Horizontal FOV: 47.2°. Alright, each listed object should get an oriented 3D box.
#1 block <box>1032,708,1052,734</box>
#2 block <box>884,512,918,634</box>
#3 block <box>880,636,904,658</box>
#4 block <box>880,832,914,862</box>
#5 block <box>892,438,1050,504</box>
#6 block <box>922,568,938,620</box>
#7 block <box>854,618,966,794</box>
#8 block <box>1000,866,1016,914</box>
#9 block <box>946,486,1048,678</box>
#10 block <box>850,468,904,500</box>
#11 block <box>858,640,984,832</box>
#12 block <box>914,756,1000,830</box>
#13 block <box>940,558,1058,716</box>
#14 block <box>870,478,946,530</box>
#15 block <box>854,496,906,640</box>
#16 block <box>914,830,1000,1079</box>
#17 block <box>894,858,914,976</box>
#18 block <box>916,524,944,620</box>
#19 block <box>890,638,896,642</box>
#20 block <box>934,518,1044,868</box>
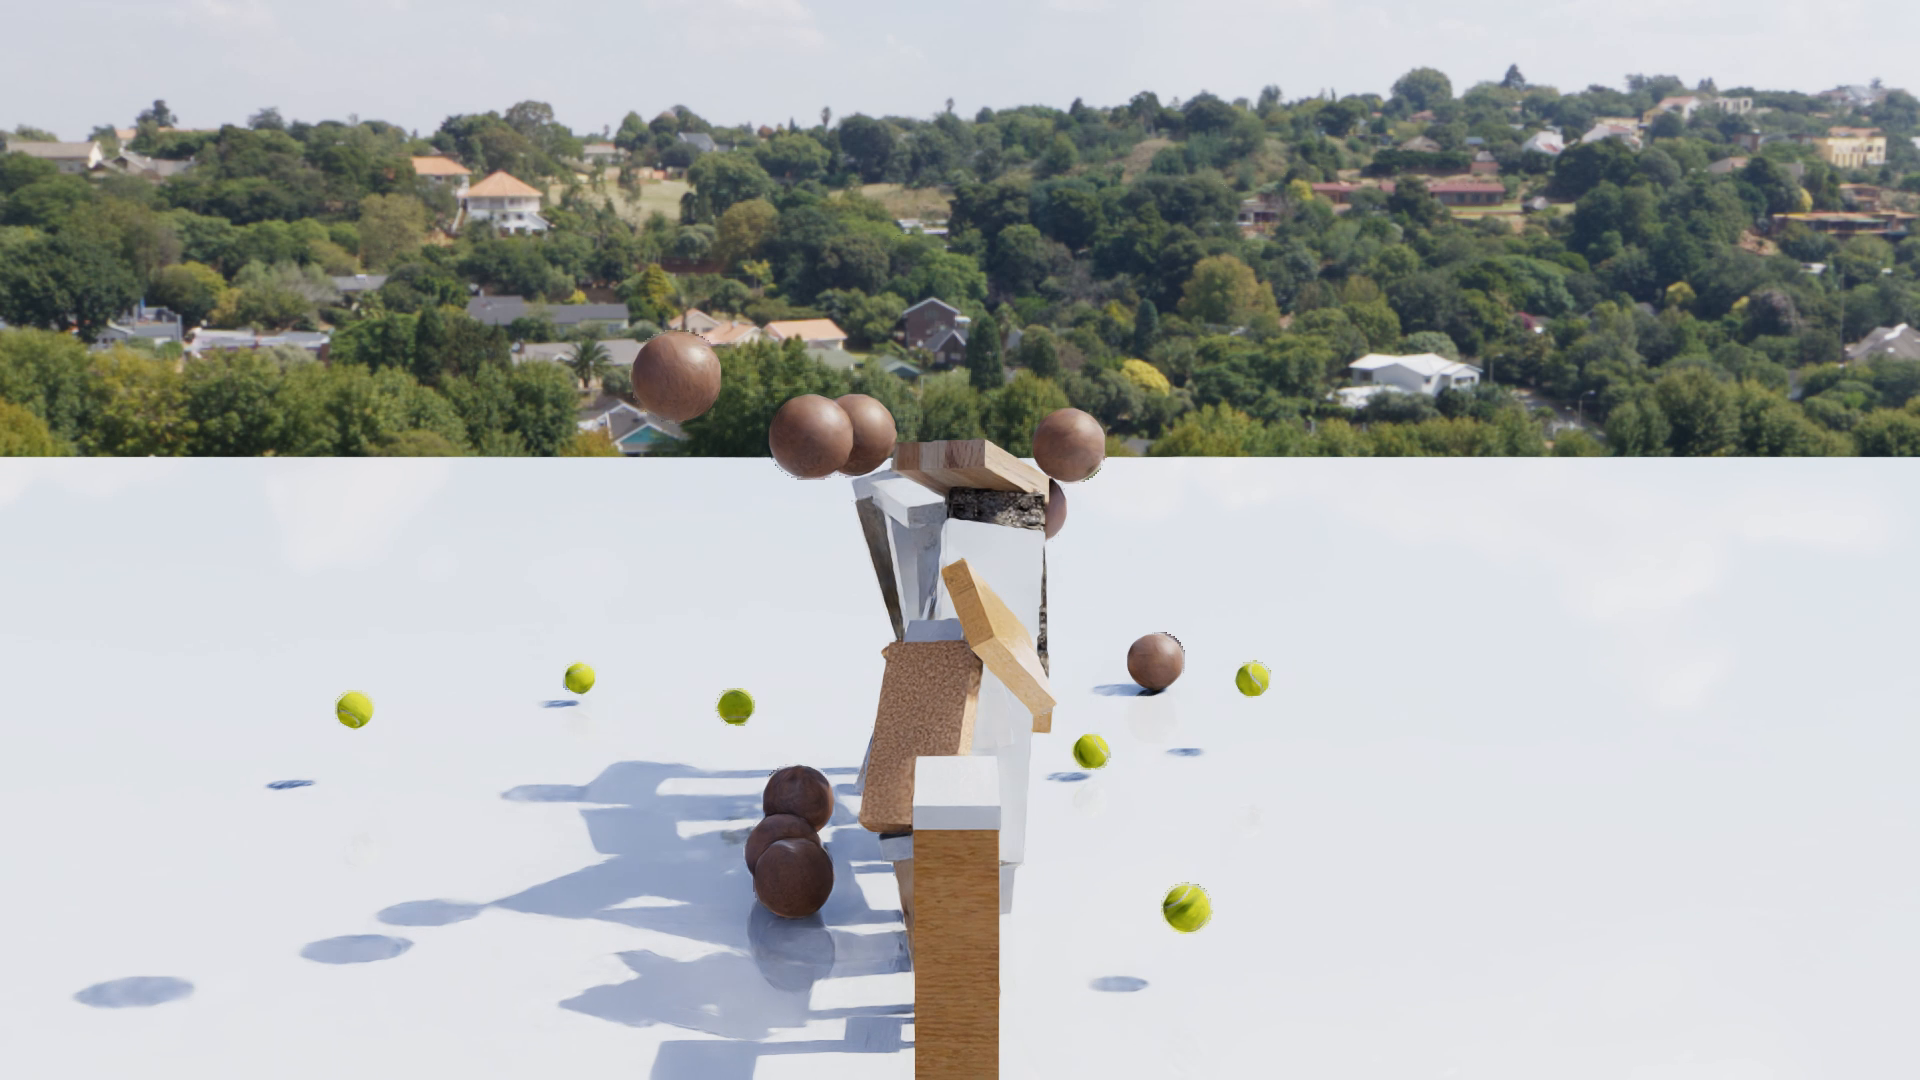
[{"bbox_3d":[0.040,0.253,3.634,0.156,0.044,0.311,3,10,-12],"label":"block"},{"bbox_3d":[-0.047,0.069,4.054,0.137,0.275,0.039,-12,7,-16],"label":"block"},{"bbox_3d":[-0.055,0.246,3.828,0.089,0.177,0.025,-28,-5,-30],"label":"block"},{"bbox_3d":[-0.051,0.407,3.216,0.119,0.034,0.238,-9,11,2],"label":"block"},{"bbox_3d":[0.022,-0.110,3.665,0.159,0.045,0.319,-2,-10,21],"label":"block"},{"bbox_3d":[-0.019,0.139,3.766,0.089,0.177,0.025,10,19,-18],"label":"block"},{"bbox_3d":[-0.060,0.253,3.277,0.039,0.276,0.138,31,-22,-33],"label":"block"},{"bbox_3d":[0.015,0.448,3.549,0.156,0.311,0.044,2,10,-14],"label":"block"},{"bbox_3d":[0.061,0.074,3.643,0.159,0.319,0.045,5,-19,-16],"label":"block"},{"bbox_3d":[-0.116,-0.123,4.250,0.140,0.040,0.279,-17,2,8],"label":"block"},{"bbox_3d":[-0.053,0.280,3.144,0.138,0.276,0.039,-2,-26,24],"label":"block"},{"bbox_3d":[-0.004,0.336,2.934,0.112,0.032,0.223,0,11,0],"label":"block"},{"bbox_3d":[0.059,0.145,3.229,0.039,0.138,0.276,-27,-32,9],"label":"block"},{"bbox_3d":[-0.061,-0.074,3.965,0.137,0.039,0.274,-10,13,-13],"label":"block"},{"bbox_3d":[-0.093,0.041,4.151,0.140,0.279,0.040,-17,4,-6],"label":"block"},{"bbox_3d":[-0.004,0.546,2.898,0.112,0.368,0.032,0,11,0],"label":"block"},{"bbox_3d":[-0.019,0.553,3.167,0.119,0.238,0.034,-11,16,-7],"label":"block"},{"bbox_3d":[-0.002,0.153,3.882,0.137,0.367,0.039,-1,4,5],"label":"block"},{"bbox_3d":[-0.036,0.217,4.117,0.130,0.037,0.260,-11,12,-14],"label":"block"},{"bbox_3d":[0.034,0.236,3.454,0.159,0.536,0.045,8,-19,-10],"label":"block"}]
